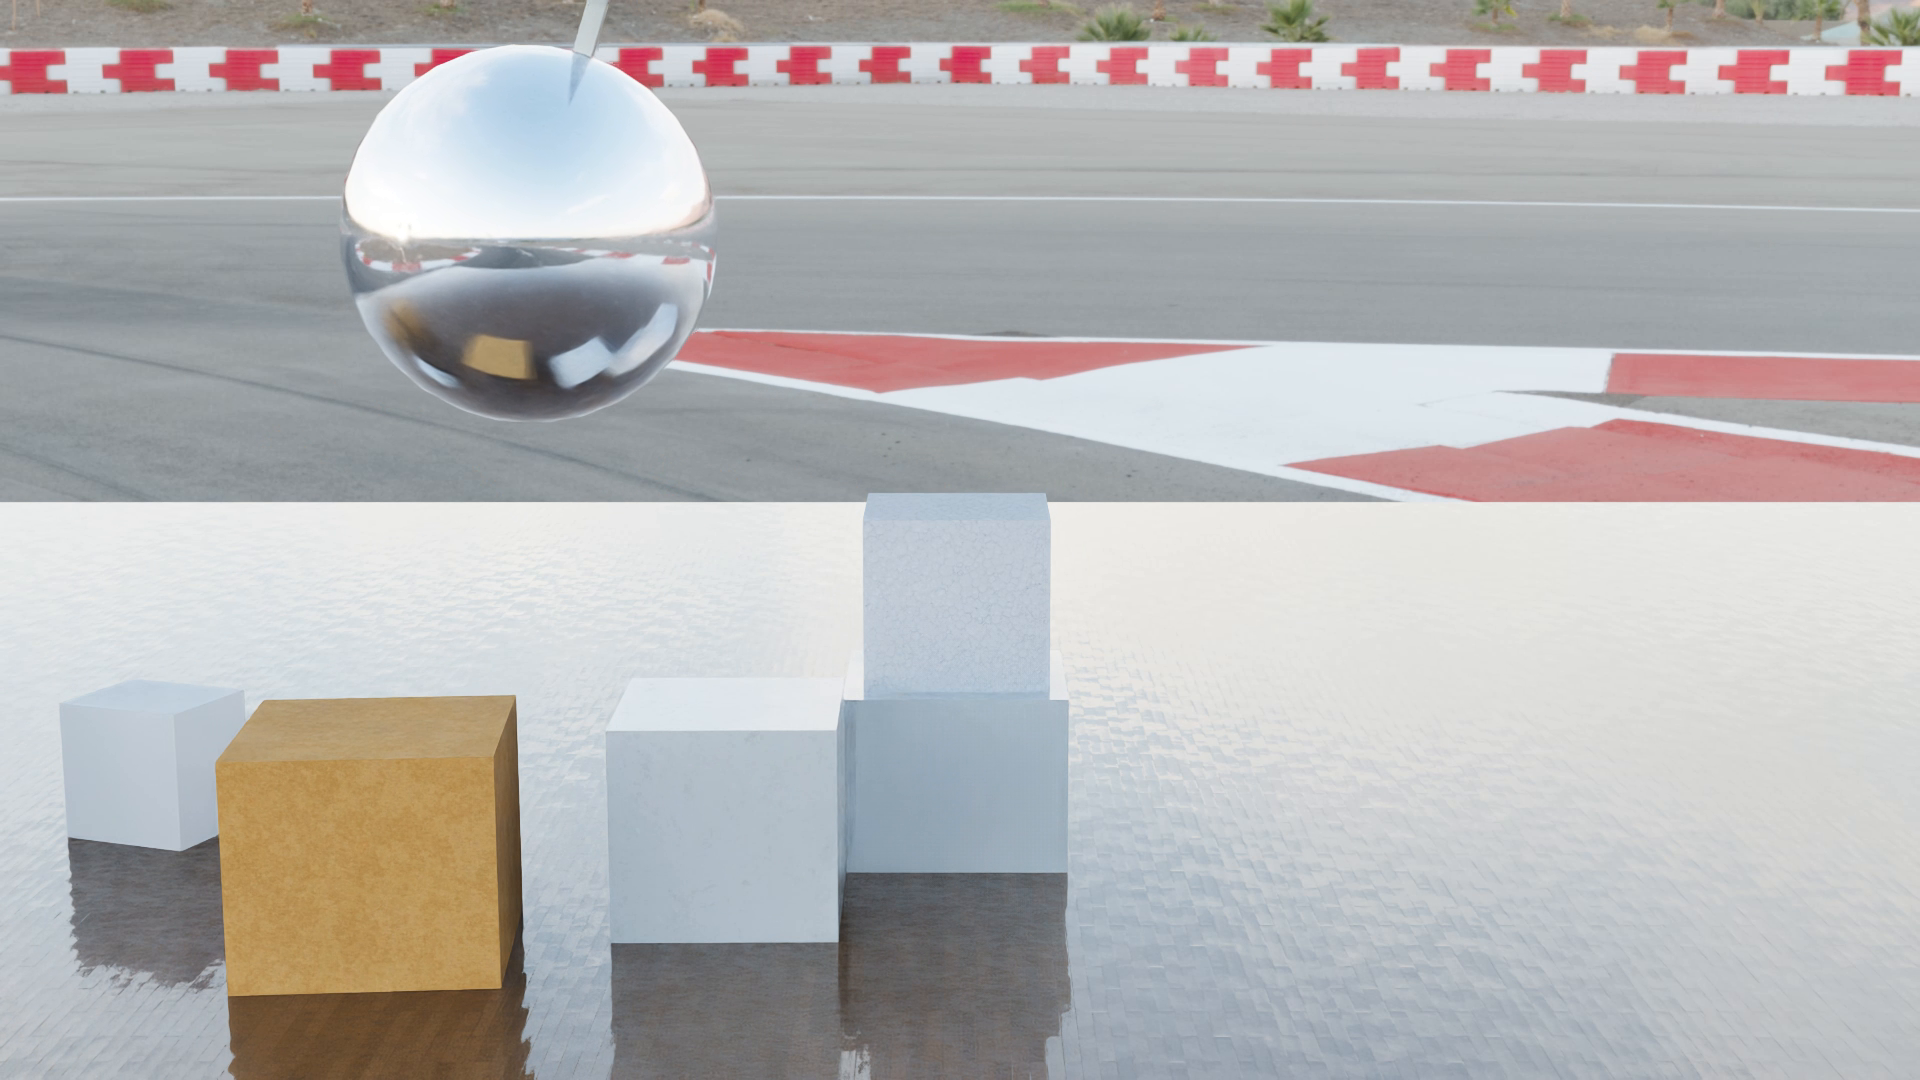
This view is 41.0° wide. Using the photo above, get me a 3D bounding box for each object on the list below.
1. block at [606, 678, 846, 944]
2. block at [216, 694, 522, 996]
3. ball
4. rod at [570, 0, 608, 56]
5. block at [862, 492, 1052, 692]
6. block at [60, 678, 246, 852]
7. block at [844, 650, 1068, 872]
[{"bbox_3d":[-0.968,1.126,10.873,0.931,0.895,0.921,0,10,-1],"label":"block"},{"bbox_3d":[-2.345,1.205,10.341,1.043,0.930,0.997,-1,10,-5],"label":"block"},{"bbox_3d":[-1.831,-1.299,10.944,1.600,1.600,1.600,0,10,0],"label":"ball"},{"bbox_3d":[-0.793,-4.485,10.365,0.080,5.200,0.080,18,10,-3],"label":"rod"},{"bbox_3d":[-0.014,0.228,11.734,0.830,0.774,0.756,0,10,0],"label":"block"},{"bbox_3d":[-3.767,1.044,12.028,0.635,0.642,0.528,4,11,20],"label":"block"},{"bbox_3d":[-0.020,1.004,11.837,0.996,0.790,0.986,0,10,0],"label":"block"}]
